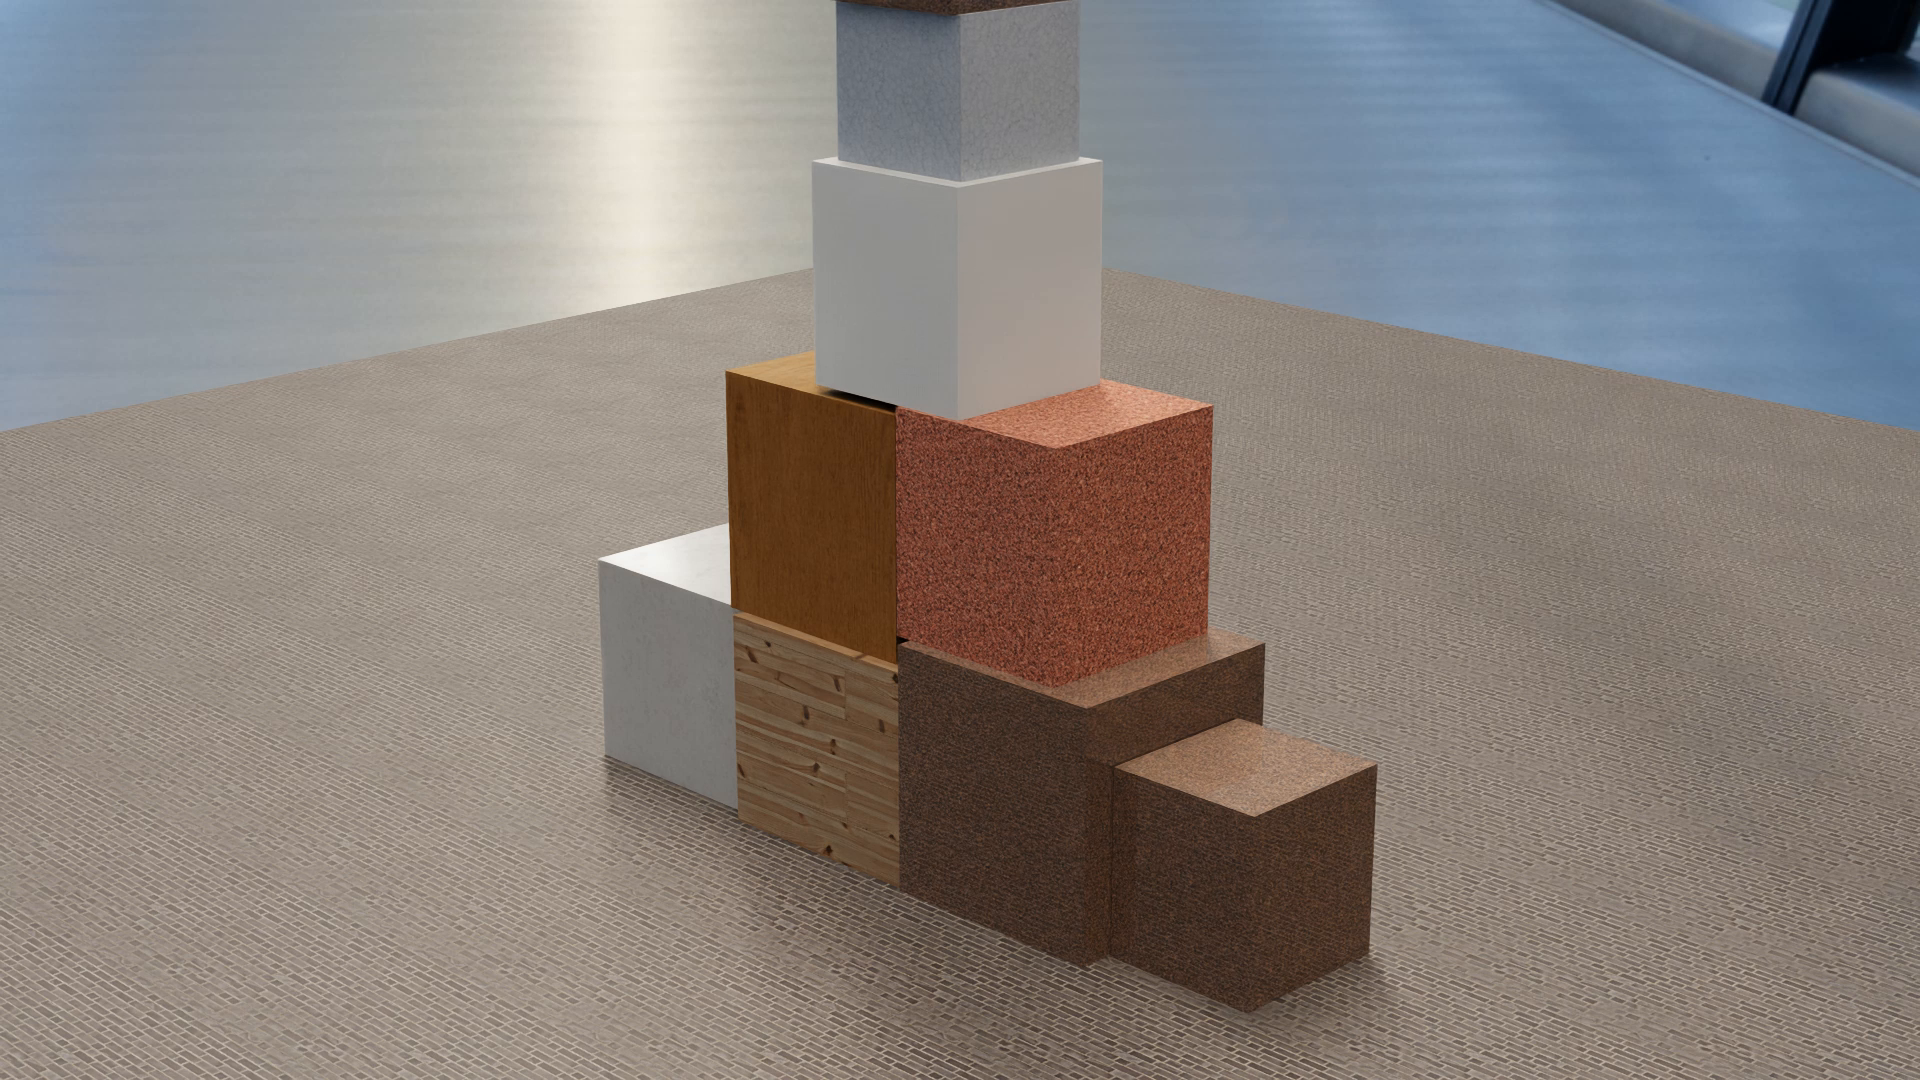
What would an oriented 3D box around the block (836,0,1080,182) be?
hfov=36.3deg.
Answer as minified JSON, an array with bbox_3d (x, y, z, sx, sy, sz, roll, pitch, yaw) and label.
[{"bbox_3d":[-0.008,-1.992,12.713,0.729,0.698,0.760,-17,24,-42],"label":"block"}]

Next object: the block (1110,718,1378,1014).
[{"bbox_3d":[1.208,1.371,12.518,0.816,0.878,0.764,-17,24,-42],"label":"block"}]

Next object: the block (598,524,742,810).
[{"bbox_3d":[-1.068,0.607,14.673,0.956,1.043,1.116,-17,24,-42],"label":"block"}]

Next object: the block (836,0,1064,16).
[{"bbox_3d":[0.005,-2.672,12.517,0.852,0.718,0.736,-17,24,-42],"label":"block"}]

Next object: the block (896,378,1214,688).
[{"bbox_3d":[0.411,-0.081,12.905,1.000,1.053,0.956,-17,24,-42],"label":"block"}]

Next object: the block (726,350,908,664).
[{"bbox_3d":[-0.340,-0.214,13.632,0.970,1.151,1.127,-17,24,-42],"label":"block"}]

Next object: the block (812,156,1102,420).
[{"bbox_3d":[-0.012,-1.177,12.962,0.897,1.006,0.904,-17,24,-42],"label":"block"}]

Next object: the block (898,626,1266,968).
[{"bbox_3d":[0.538,1.021,13.125,1.166,1.181,1.130,-17,24,-42],"label":"block"}]

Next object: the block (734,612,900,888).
[{"bbox_3d":[-0.270,0.848,13.910,1.123,1.041,1.125,-17,24,-42],"label":"block"}]
